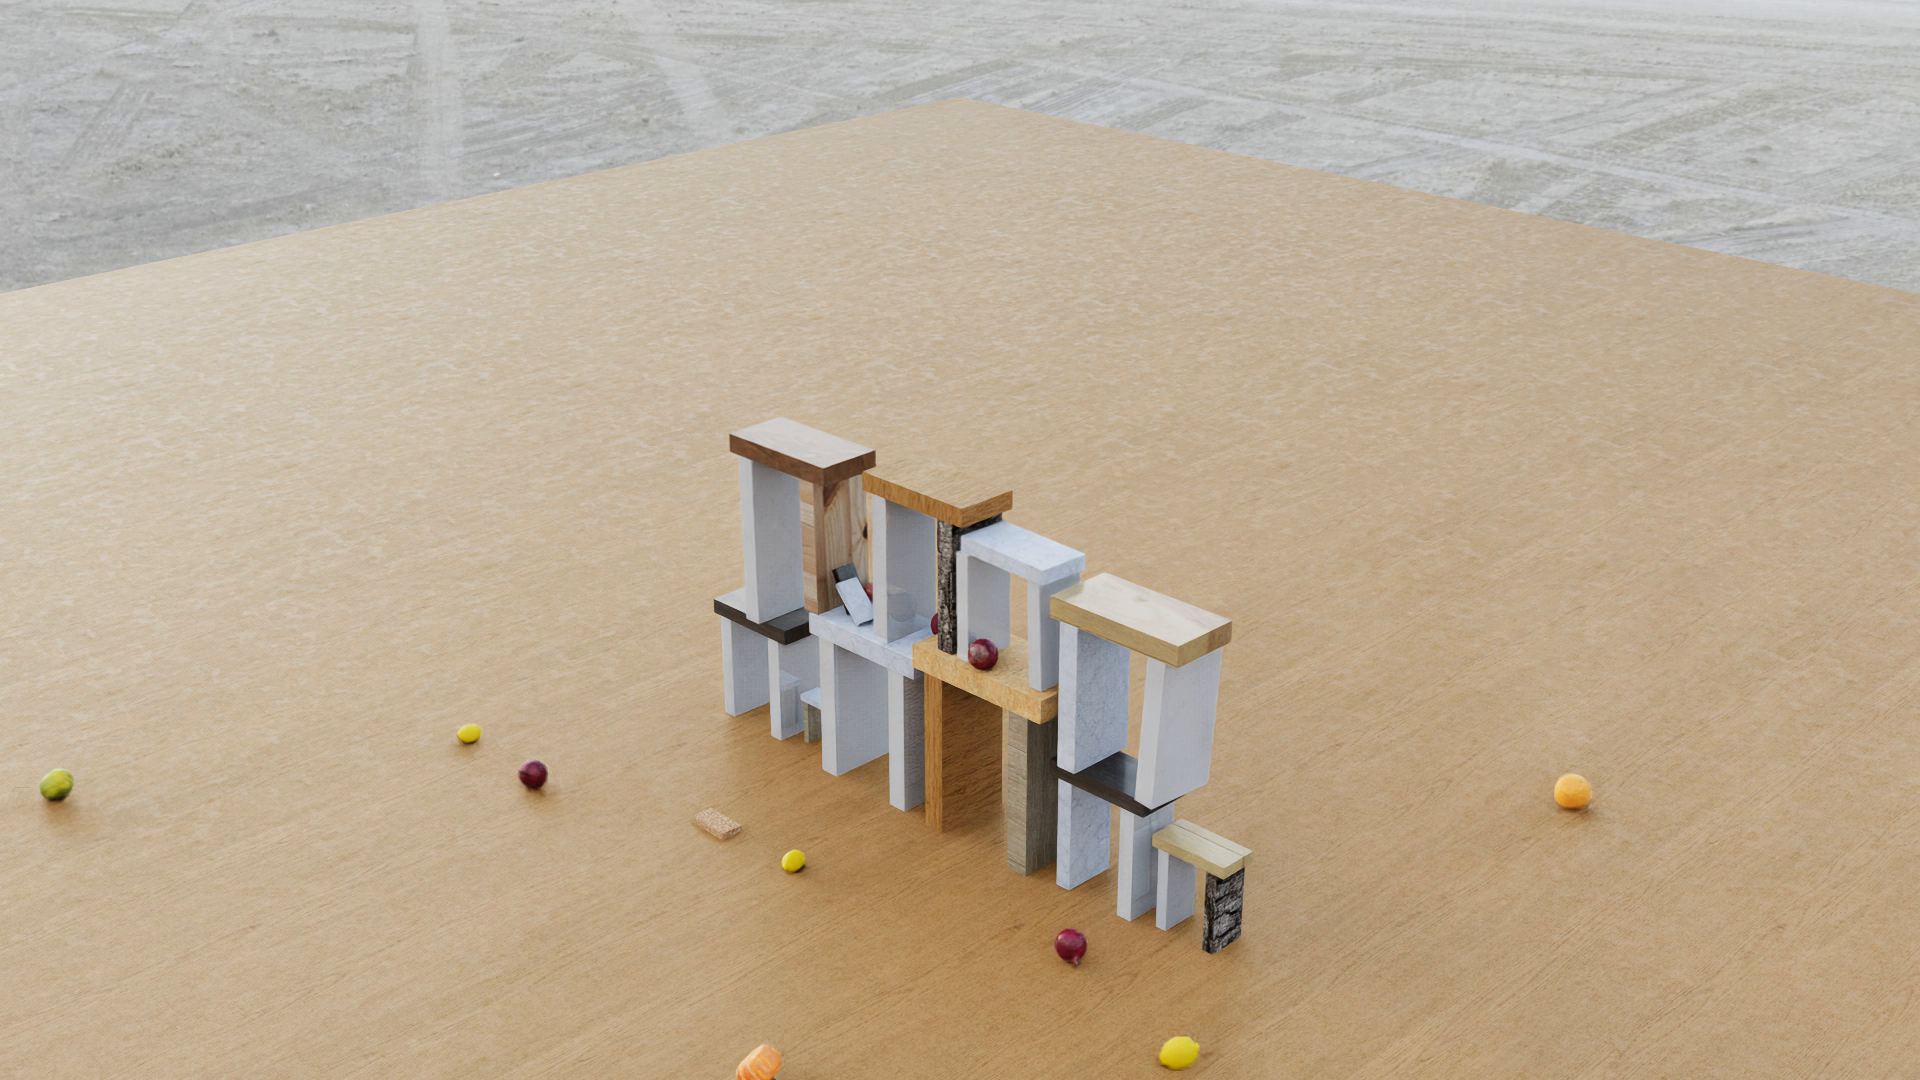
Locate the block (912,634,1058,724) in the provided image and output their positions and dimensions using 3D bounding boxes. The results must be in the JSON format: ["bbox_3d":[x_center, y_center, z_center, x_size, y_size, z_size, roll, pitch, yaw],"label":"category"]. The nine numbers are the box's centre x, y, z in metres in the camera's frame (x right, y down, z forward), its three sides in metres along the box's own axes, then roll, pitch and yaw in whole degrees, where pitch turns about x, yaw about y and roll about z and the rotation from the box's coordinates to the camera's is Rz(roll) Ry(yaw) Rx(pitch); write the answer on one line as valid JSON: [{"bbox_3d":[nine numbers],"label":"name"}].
[{"bbox_3d":[0.089,0.249,4.235,0.342,0.048,0.171,21,31,41],"label":"block"}]

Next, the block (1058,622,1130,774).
[{"bbox_3d":[0.249,0.269,4.071,0.042,0.299,0.149,21,31,41],"label":"block"}]

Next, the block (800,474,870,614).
[{"bbox_3d":[-0.256,-0.004,4.501,0.041,0.287,0.144,20,30,41],"label":"block"}]

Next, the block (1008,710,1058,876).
[{"bbox_3d":[0.169,0.461,4.237,0.048,0.342,0.171,21,31,41],"label":"block"}]

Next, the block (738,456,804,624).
[{"bbox_3d":[-0.391,-0.018,4.642,0.041,0.371,0.144,21,30,41],"label":"block"}]

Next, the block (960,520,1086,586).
[{"bbox_3d":[0.117,0.023,4.097,0.111,0.031,0.221,-20,30,-38],"label":"block"}]

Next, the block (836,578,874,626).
[{"bbox_3d":[-0.210,0.125,4.468,0.049,0.014,0.097,-18,70,-36],"label":"block"}]

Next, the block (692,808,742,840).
[{"bbox_3d":[-0.487,0.568,4.404,0.049,0.014,0.097,-20,30,-39],"label":"block"}]

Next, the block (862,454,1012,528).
[{"bbox_3d":[-0.044,-0.096,4.238,0.137,0.039,0.274,-21,31,-41],"label":"block"}]

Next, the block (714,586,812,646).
[{"bbox_3d":[-0.411,0.159,4.743,0.235,0.033,0.117,21,31,41],"label":"block"}]

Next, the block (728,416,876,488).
[{"bbox_3d":[-0.324,-0.182,4.500,0.287,0.041,0.144,21,31,40],"label":"block"}]

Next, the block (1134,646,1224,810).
[{"bbox_3d":[0.392,0.324,3.944,0.149,0.299,0.042,-19,33,-37],"label":"block"}]

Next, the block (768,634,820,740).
[{"bbox_3d":[-0.355,0.304,4.745,0.033,0.235,0.117,21,31,41],"label":"block"}]

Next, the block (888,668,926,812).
[{"bbox_3d":[-0.073,0.382,4.465,0.044,0.309,0.154,21,31,41],"label":"block"}]

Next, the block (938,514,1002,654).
[{"bbox_3d":[0.019,0.072,4.241,0.137,0.274,0.039,-21,31,-40],"label":"block"}]

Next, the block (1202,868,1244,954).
[{"bbox_3d":[0.479,0.661,3.990,0.023,0.166,0.083,21,31,41],"label":"block"}]

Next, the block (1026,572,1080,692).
[{"bbox_3d":[0.177,0.161,4.097,0.111,0.221,0.031,-21,28,-40],"label":"block"}]

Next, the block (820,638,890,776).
[{"bbox_3d":[-0.219,0.325,4.599,0.044,0.309,0.154,21,31,41],"label":"block"}]

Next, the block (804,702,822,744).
[{"bbox_3d":[-0.313,0.384,4.732,0.014,0.096,0.048,21,31,41],"label":"block"}]

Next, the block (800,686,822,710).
[{"bbox_3d":[-0.290,0.342,4.690,0.096,0.014,0.048,21,31,41],"label":"block"}]

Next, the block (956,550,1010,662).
[{"bbox_3d":[0.045,0.114,4.208,0.111,0.221,0.031,-19,29,-38],"label":"block"}]

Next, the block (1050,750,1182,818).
[{"bbox_3d":[0.291,0.441,4.090,0.230,0.033,0.115,21,31,41],"label":"block"}]

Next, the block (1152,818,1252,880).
[{"bbox_3d":[0.439,0.559,3.988,0.166,0.023,0.083,21,31,40],"label":"block"}]

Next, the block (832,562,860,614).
[{"bbox_3d":[-0.225,0.100,4.504,0.049,0.097,0.014,-21,4,-41],"label":"block"}]

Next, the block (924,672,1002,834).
[{"bbox_3d":[0.008,0.398,4.386,0.048,0.342,0.171,21,31,41],"label":"block"}]

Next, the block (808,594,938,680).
[{"bbox_3d":[-0.146,0.191,4.464,0.309,0.044,0.154,21,31,41],"label":"block"}]

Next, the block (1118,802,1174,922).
[{"bbox_3d":[0.346,0.583,4.091,0.033,0.230,0.115,21,31,41],"label":"block"}]

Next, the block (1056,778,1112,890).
[{"bbox_3d":[0.237,0.541,4.191,0.033,0.230,0.115,21,31,41],"label":"block"}]

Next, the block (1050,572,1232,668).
[{"bbox_3d":[0.322,0.141,3.936,0.299,0.042,0.149,21,31,40],"label":"block"}]

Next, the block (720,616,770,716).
[{"bbox_3d":[-0.466,0.260,4.846,0.033,0.235,0.117,21,31,41],"label":"block"}]

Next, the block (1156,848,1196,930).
[{"bbox_3d":[0.400,0.631,4.062,0.023,0.166,0.083,21,31,41],"label":"block"}]

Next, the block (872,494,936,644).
[{"bbox_3d":[-0.111,0.039,4.367,0.039,0.312,0.137,21,31,40],"label":"block"}]
